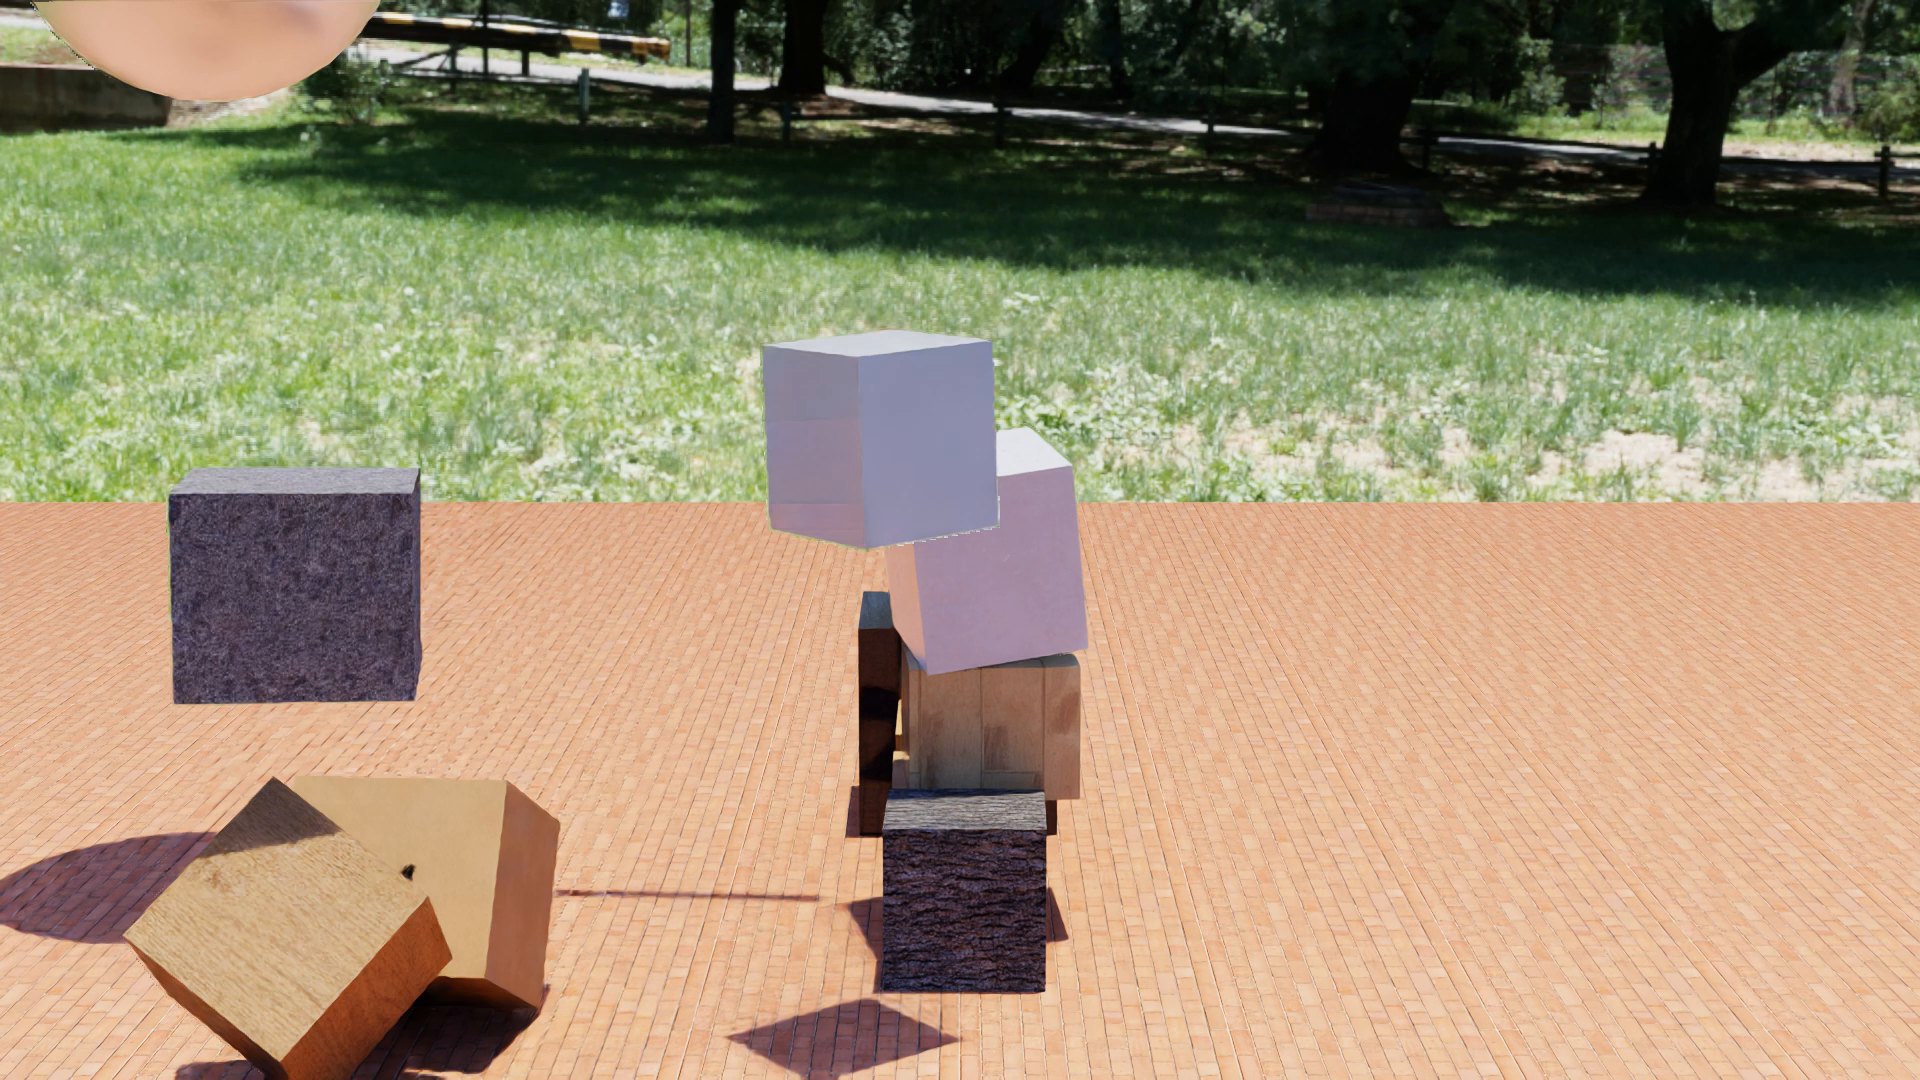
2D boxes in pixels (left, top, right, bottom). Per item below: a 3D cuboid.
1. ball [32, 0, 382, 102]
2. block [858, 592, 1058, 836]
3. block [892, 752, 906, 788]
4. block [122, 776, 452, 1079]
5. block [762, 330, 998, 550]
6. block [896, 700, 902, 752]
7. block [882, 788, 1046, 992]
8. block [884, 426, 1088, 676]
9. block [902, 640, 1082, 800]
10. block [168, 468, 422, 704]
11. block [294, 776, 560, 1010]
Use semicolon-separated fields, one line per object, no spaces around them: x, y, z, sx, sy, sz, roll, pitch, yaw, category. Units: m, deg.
-3.152;-2.637;10.701;1.600;1.600;1.600;0;10;0;ball
-0.012;0.815;12.329;0.923;0.985;0.877;0;10;-1;block
0.009;1.275;10.916;0.590;0.586;0.712;0;10;-1;block
-2.247;1.374;8.667;0.685;0.698;0.686;35;-23;13;block
-0.285;-0.373;9.149;0.593;0.664;0.575;-10;14;-38;block
0.018;1.116;11.598;0.602;0.654;0.630;0;10;0;block
0.022;1.378;10.161;0.629;0.653;0.563;0;10;1;block
0.080;0.031;10.534;0.670;0.770;0.719;-9;17;-10;block
0.118;0.729;10.728;0.695;0.555;0.687;-1;10;-4;block
-2.232;0.140;8.697;0.767;0.693;0.698;0;8;-10;block
-2.016;1.321;9.566;0.813;0.720;0.667;0;-20;9;block
